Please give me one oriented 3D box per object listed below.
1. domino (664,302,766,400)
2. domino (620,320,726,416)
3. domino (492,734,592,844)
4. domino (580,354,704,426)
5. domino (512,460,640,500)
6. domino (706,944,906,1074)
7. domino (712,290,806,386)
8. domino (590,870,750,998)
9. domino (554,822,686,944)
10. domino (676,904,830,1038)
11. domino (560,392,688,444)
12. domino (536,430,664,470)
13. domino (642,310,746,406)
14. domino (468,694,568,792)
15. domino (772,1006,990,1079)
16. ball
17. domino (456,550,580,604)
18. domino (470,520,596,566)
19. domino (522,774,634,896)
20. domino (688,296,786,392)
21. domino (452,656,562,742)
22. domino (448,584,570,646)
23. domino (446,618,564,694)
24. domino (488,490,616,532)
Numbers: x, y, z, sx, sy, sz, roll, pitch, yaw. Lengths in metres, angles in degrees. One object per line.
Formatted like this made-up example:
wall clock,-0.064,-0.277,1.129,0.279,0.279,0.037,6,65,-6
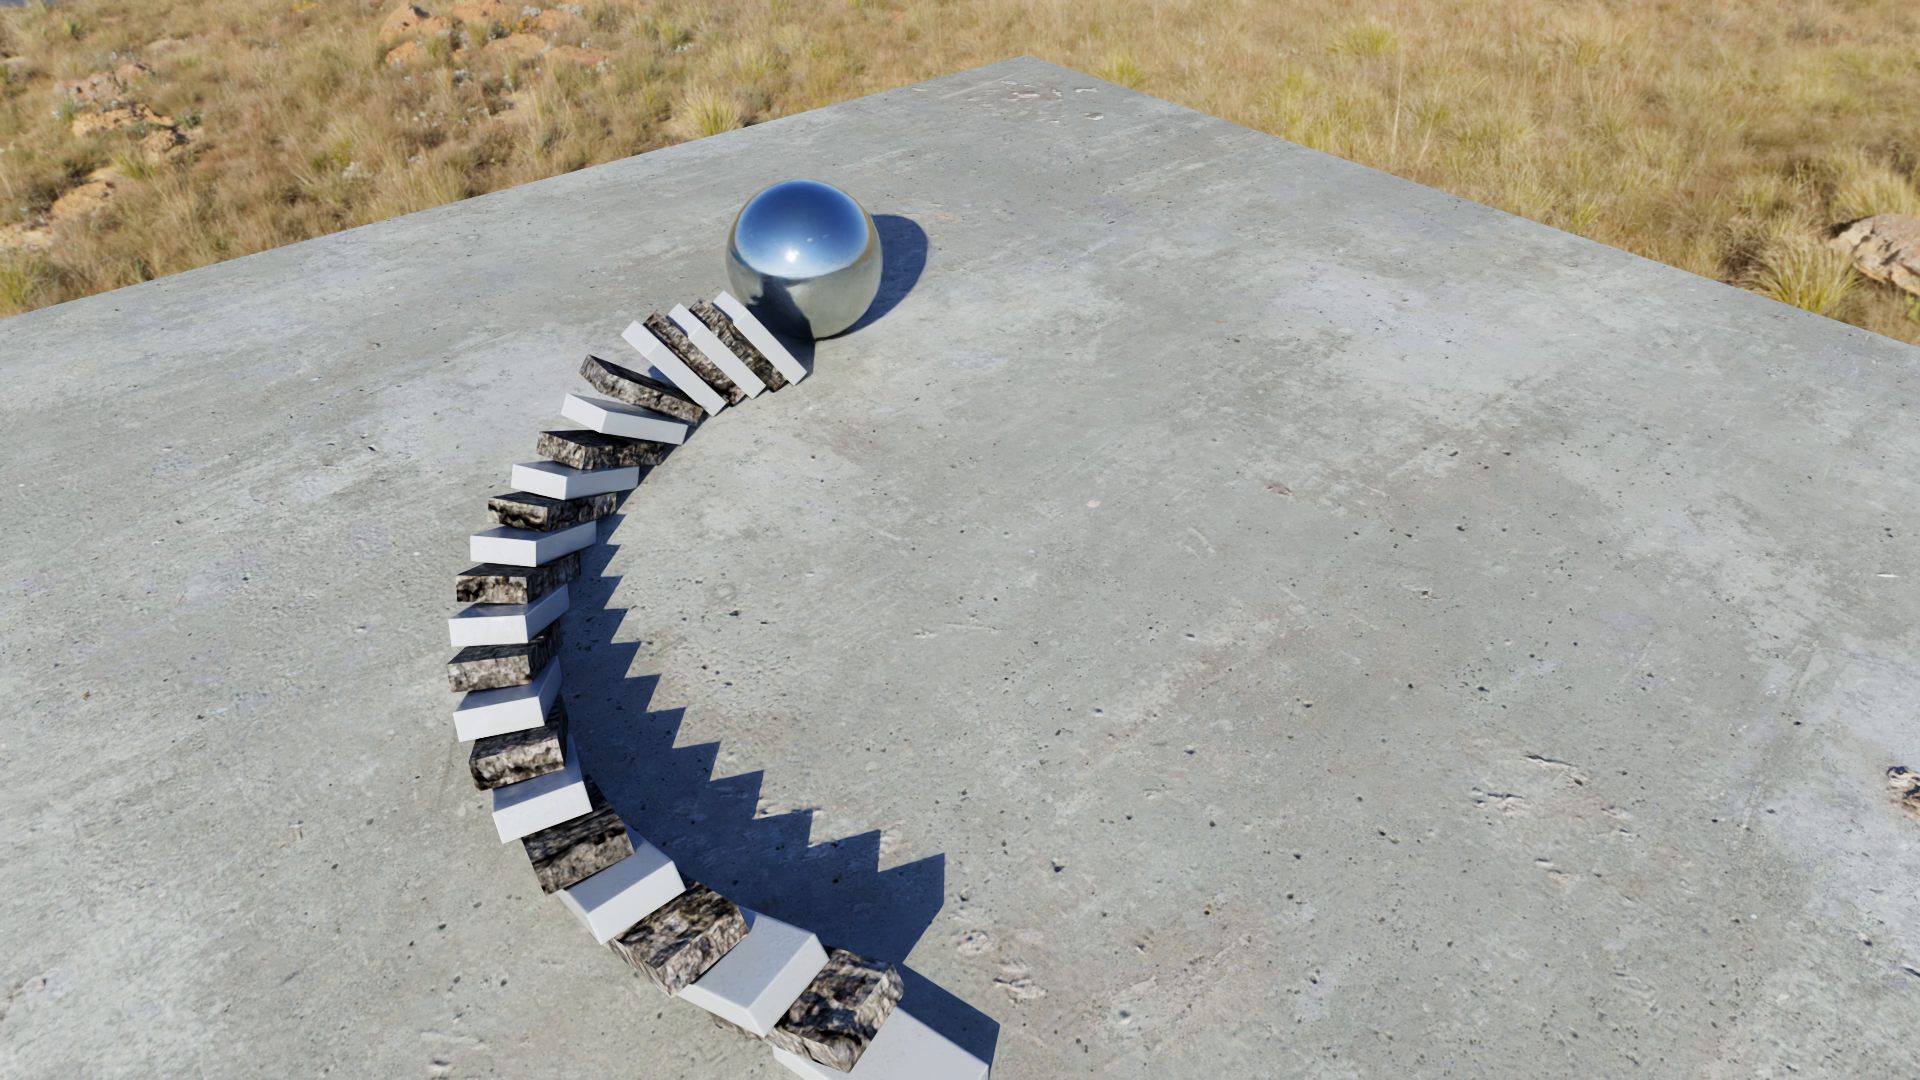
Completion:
domino,-0.116,-0.089,0.523,0.010,0.050,0.025,-47,51,-2
domino,-0.132,-0.079,0.510,0.010,0.050,0.025,-48,52,-4
domino,-0.128,0.074,0.334,0.025,0.010,0.050,-18,13,-20
domino,-0.145,-0.068,0.502,0.050,0.009,0.025,19,14,-47
domino,-0.159,-0.026,0.457,0.025,0.010,0.050,13,12,15
domino,-0.041,0.117,0.283,0.050,0.009,0.025,-3,30,39
domino,-0.097,-0.097,0.532,0.009,0.050,0.025,-47,51,-2
domino,-0.082,0.104,0.300,0.025,0.010,0.050,-34,25,-35
domino,-0.099,0.094,0.310,0.025,0.010,0.050,-28,18,-31
domino,-0.061,0.111,0.291,0.050,0.009,0.025,-1,31,43
domino,-0.148,-0.053,0.487,0.025,0.010,0.050,24,9,26
domino,-0.154,-0.040,0.473,0.025,0.009,0.050,18,13,21
domino,-0.125,-0.085,0.517,0.009,0.050,0.025,-47,51,-2
domino,-0.139,0.063,0.348,0.025,0.010,0.050,-14,12,-16
domino,-0.020,0.133,0.281,0.050,0.009,0.025,22,44,25
ball,-0.079,-0.143,0.562,0.080,0.080,0.080,0,39,0
domino,-0.163,0.013,0.409,0.025,0.009,0.050,2,10,2
domino,-0.164,0.000,0.425,0.025,0.010,0.050,5,10,6
domino,-0.114,0.085,0.322,0.025,0.010,0.050,-23,16,-25
domino,-0.106,-0.093,0.528,0.010,0.050,0.025,-47,51,-2
domino,-0.148,0.051,0.363,0.025,0.010,0.050,-10,11,-12
domino,-0.160,0.026,0.393,0.025,0.009,0.050,-3,10,-3
domino,-0.155,0.039,0.378,0.025,0.009,0.050,-6,10,-8
domino,-0.163,-0.014,0.442,0.025,0.009,0.050,9,11,11
